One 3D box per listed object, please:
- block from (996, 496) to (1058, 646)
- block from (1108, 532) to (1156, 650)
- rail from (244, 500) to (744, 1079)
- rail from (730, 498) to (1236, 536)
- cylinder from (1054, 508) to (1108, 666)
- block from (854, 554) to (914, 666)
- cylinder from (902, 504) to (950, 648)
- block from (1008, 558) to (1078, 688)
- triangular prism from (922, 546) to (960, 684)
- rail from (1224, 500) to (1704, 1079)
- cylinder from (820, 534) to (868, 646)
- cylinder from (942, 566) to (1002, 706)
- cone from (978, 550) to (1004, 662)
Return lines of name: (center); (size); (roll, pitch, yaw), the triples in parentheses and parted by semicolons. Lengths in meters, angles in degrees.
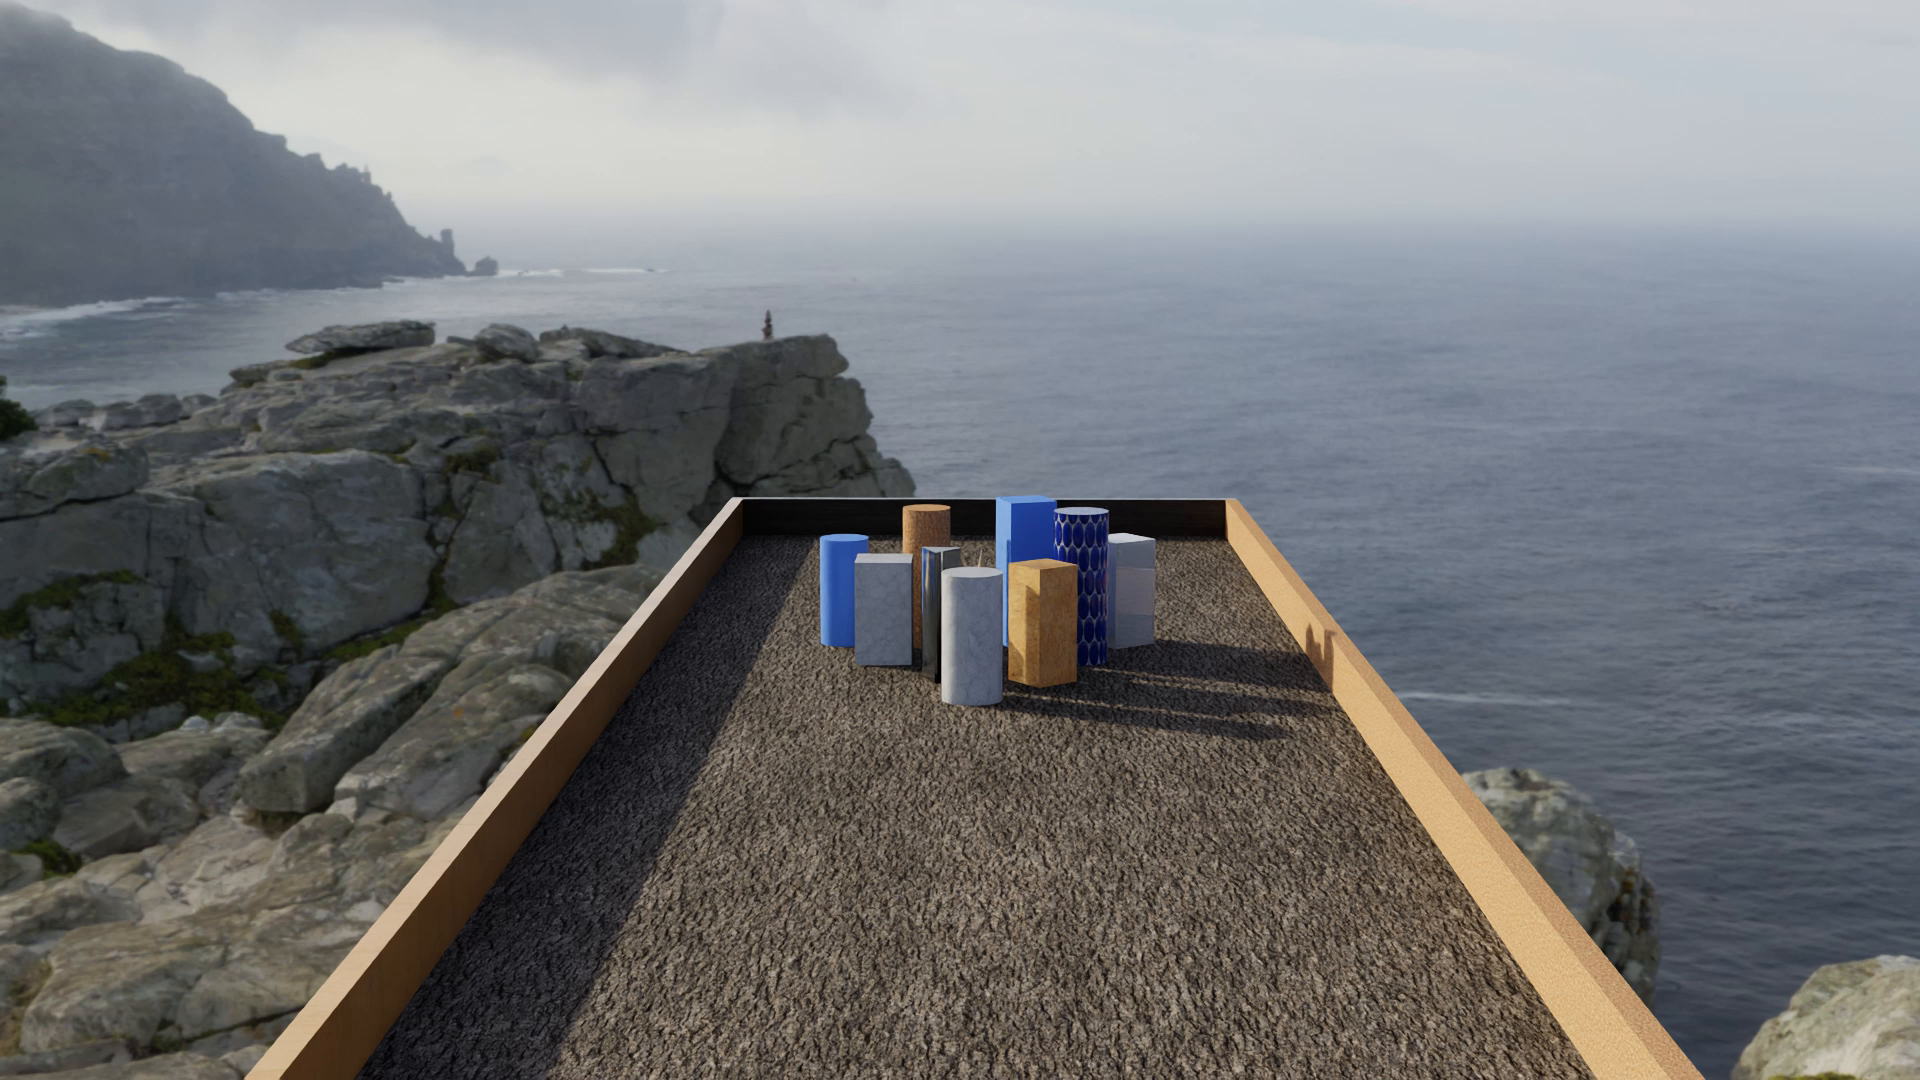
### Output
block: (0.208, 0.099, 6.916); (0.150, 0.460, 0.150); (-3, 9, -17)
block: (0.504, 0.159, 6.938); (0.156, 0.334, 0.156); (-6, 11, -34)
rail: (-1.004, 0.839, 3.234); (0.050, 0.150, 12.000); (0, 9, 1)
rail: (0.099, -0.098, 9.147); (2.100, 0.150, 0.050); (0, 9, 1)
cylinder: (0.366, 0.139, 6.665); (0.167, 0.459, 0.167); (0, 9, 0)
block: (-0.230, 0.209, 6.691); (0.170, 0.312, 0.170); (0, 9, 1)
cylinder: (-0.104, 0.113, 6.909); (0.149, 0.434, 0.149); (0, 9, 0)
block: (0.241, 0.240, 6.395); (0.142, 0.345, 0.142); (-7, 11, -37)
triangular prism: (-0.072, 0.215, 6.423); (0.097, 0.385, 0.112); (7, 12, 39)
rail: (1.046, 0.843, 3.208); (0.050, 0.150, 12.000); (0, 9, 1)
cylinder: (-0.364, 0.158, 6.944); (0.154, 0.335, 0.154); (0, 9, 0)
cylinder: (0.034, 0.268, 6.161); (0.172, 0.362, 0.172); (0, 9, 0)
cone: (0.067, 0.192, 6.661); (0.140, 0.355, 0.140); (0, 9, 0)
